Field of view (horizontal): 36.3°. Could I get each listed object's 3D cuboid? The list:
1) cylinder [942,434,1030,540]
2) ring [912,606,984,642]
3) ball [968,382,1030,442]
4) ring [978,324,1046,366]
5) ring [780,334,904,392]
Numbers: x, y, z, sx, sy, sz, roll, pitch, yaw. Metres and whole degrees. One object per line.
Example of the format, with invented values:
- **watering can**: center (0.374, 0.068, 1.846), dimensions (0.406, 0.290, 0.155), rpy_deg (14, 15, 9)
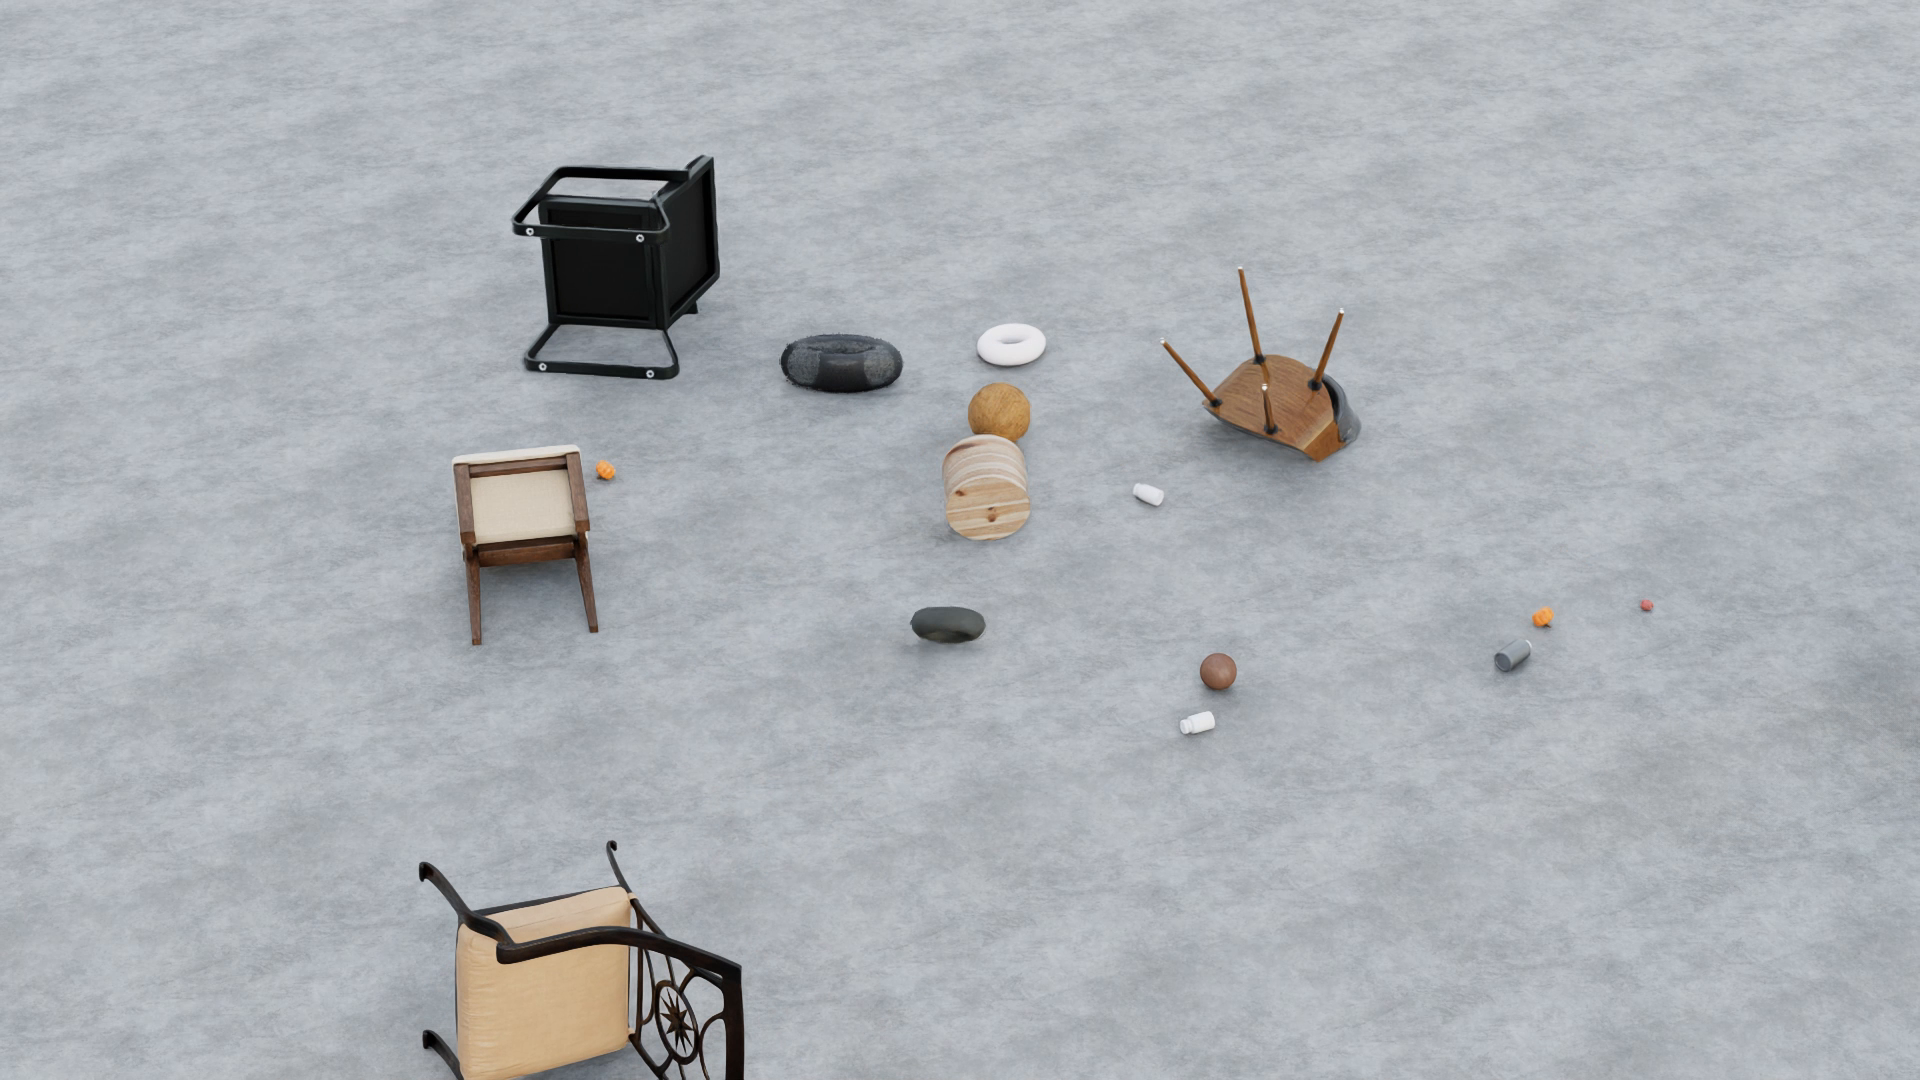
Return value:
- **cylinder**: center (0.095, -0.198, 10.996), dimensions (0.314, 0.273, 0.312), rpy_deg (-7, 33, 1)
- **ring**: center (-0.043, 0.297, 10.338), dimensions (0.266, 0.187, 0.092), rpy_deg (0, 70, 12)
- **ball**: center (0.153, -0.490, 11.463), dimensions (0.249, 0.249, 0.249), rpy_deg (0, 33, 0)
- **ring**: center (0.212, -0.806, 12.088), dimensions (0.297, 0.089, 0.257), rpy_deg (-19, 37, -27)
- **ring**: center (-0.478, -0.716, 11.875), dimensions (0.499, 0.176, 0.243), rpy_deg (1, 31, 0)
